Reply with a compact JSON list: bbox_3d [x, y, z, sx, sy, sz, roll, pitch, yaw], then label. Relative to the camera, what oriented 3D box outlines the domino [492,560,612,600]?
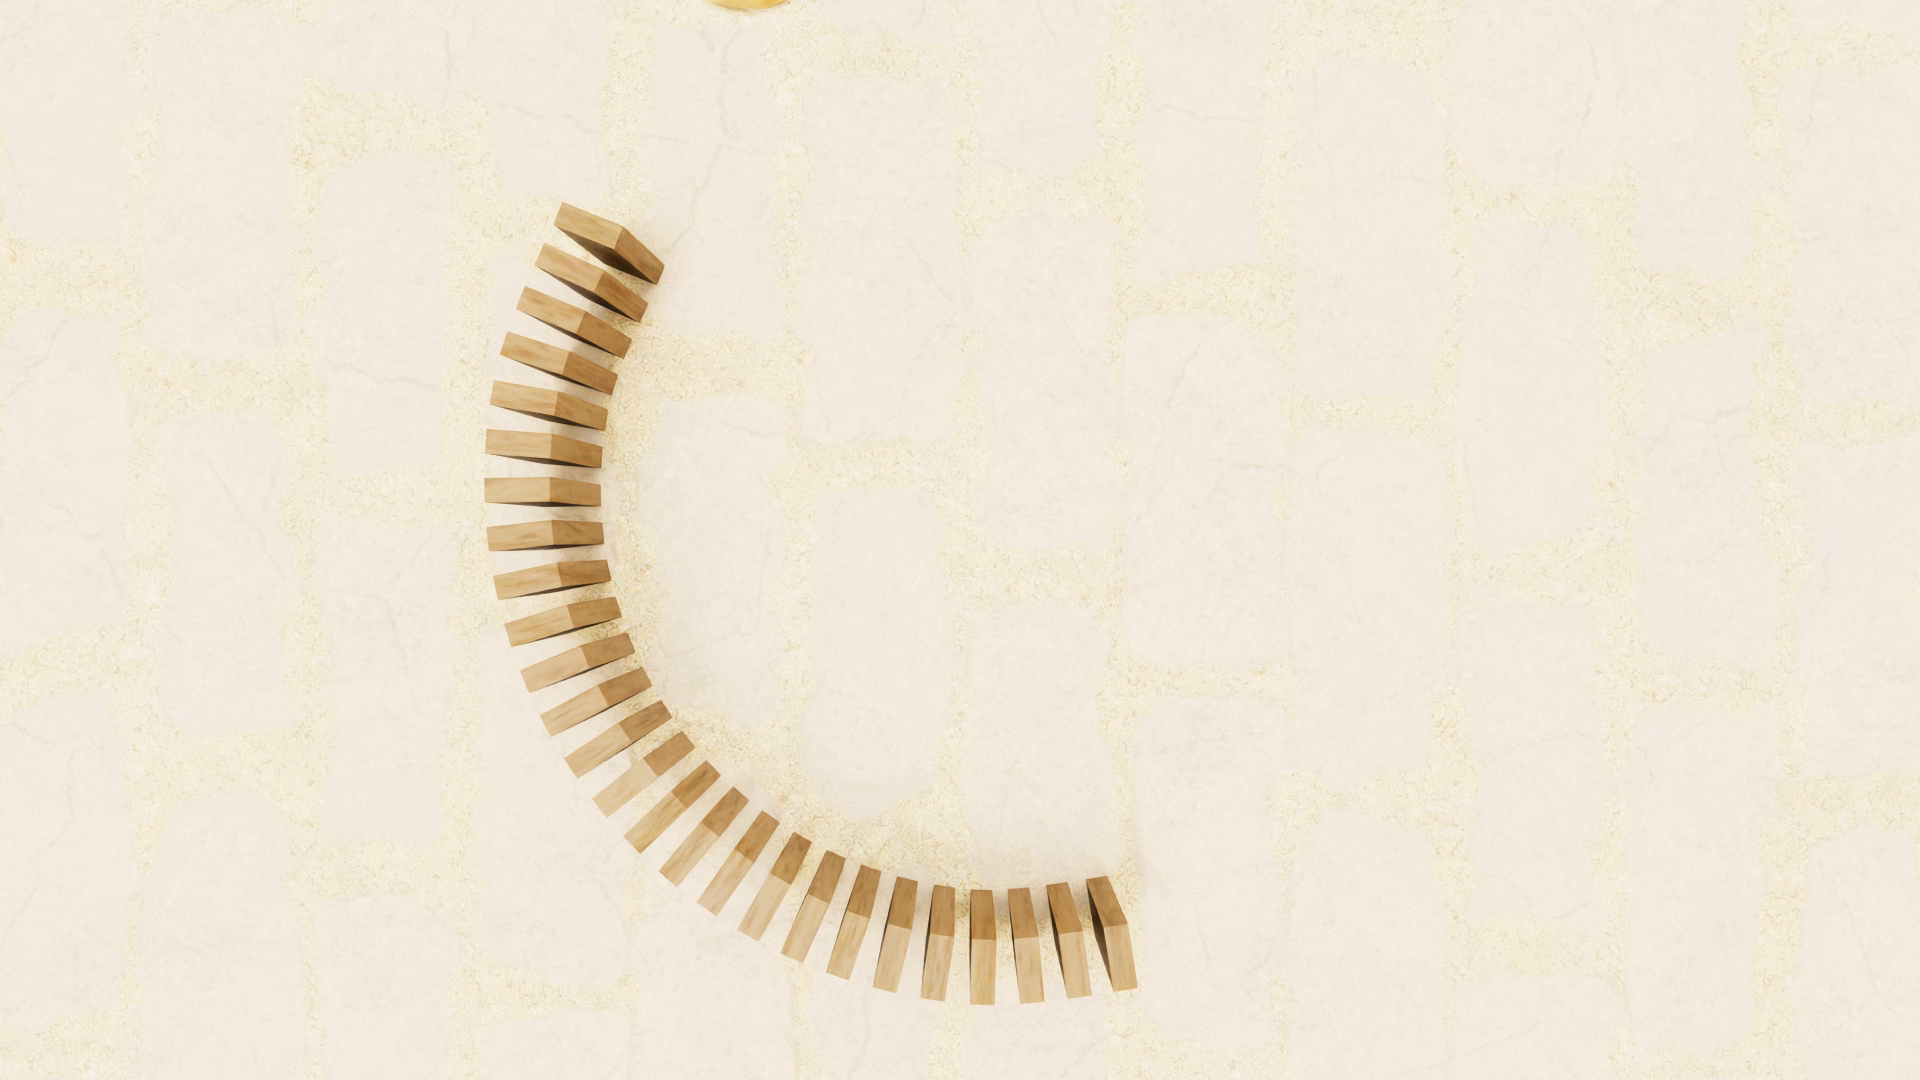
[{"bbox_3d":[-0.165,0.016,0.375,0.025,0.050,0.010,-12,90,0],"label":"domino"}]

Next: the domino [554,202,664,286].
[{"bbox_3d":[-0.142,-0.120,0.375,0.025,0.050,0.009,22,90,0],"label":"domino"}]

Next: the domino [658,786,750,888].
[{"bbox_3d":[-0.104,0.120,0.375,0.010,0.050,0.025,40,90,0],"label":"domino"}]

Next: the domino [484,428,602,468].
[{"bbox_3d":[-0.169,-0.037,0.375,0.025,0.050,0.009,4,90,0],"label":"domino"}]

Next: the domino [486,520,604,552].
[{"bbox_3d":[-0.168,-0.002,0.375,0.025,0.050,0.010,-6,90,0],"label":"domino"}]

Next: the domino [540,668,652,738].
[{"bbox_3d":[-0.147,0.065,0.375,0.025,0.050,0.009,-28,90,0],"label":"domino"}]

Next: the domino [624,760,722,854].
[{"bbox_3d":[-0.116,0.108,0.375,0.025,0.050,0.010,-44,90,0],"label":"domino"}]

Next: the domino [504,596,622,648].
[{"bbox_3d":[-0.161,0.033,0.375,0.025,0.050,0.009,-17,90,0],"label":"domino"}]

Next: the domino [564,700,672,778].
[{"bbox_3d":[-0.138,0.081,0.375,0.025,0.050,0.009,-33,90,0],"label":"domino"}]

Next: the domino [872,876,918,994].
[{"bbox_3d":[-0.026,0.160,0.375,0.009,0.050,0.025,14,90,0],"label":"domino"}]

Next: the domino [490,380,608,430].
[{"bbox_3d":[-0.167,-0.054,0.375,0.025,0.050,0.010,10,90,0],"label":"domino"}]

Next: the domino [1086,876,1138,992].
[{"bbox_3d":[0.061,0.160,0.375,0.010,0.050,0.025,-9,90,0],"label":"domino"}]

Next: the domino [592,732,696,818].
[{"bbox_3d":[-0.128,0.095,0.375,0.025,0.050,0.009,-39,90,0],"label":"domino"}]

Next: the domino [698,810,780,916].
[{"bbox_3d":[-0.090,0.131,0.375,0.010,0.050,0.025,35,90,0],"label":"domino"}]

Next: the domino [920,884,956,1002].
[{"bbox_3d":[-0.009,0.163,0.375,0.009,0.050,0.025,9,90,0],"label":"domino"}]

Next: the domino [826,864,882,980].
[{"bbox_3d":[-0.043,0.155,0.375,0.009,0.050,0.025,19,90,0],"label":"domino"}]

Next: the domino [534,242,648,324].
[{"bbox_3d":[-0.149,-0.104,0.375,0.025,0.050,0.010,25,90,0],"label":"domino"}]

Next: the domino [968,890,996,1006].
[{"bbox_3d":[0.009,0.165,0.375,0.009,0.050,0.025,2,90,0],"label":"domino"}]

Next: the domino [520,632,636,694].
[{"bbox_3d":[-0.155,0.049,0.375,0.025,0.050,0.009,-22,90,0],"label":"domino"}]

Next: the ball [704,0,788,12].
[{"bbox_3d":[-0.088,-0.254,0.360,0.080,0.080,0.080,0,90,0],"label":"ball"}]

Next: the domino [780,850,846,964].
[{"bbox_3d":[-0.059,0.148,0.375,0.010,0.050,0.025,25,90,0],"label":"domino"}]

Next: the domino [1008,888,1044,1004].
[{"bbox_3d":[0.027,0.164,0.375,0.009,0.050,0.025,-5,90,0],"label":"domino"}]

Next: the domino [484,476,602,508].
[{"bbox_3d":[-0.169,-0.019,0.375,0.025,0.050,0.010,-1,90,0],"label":"domino"}]

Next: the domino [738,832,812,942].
[{"bbox_3d":[-0.075,0.140,0.375,0.010,0.050,0.025,30,90,0],"label":"domino"}]

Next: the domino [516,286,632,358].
[{"bbox_3d":[-0.156,-0.088,0.375,0.025,0.050,0.009,22,90,0],"label":"domino"}]

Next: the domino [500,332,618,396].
[{"bbox_3d":[-0.163,-0.071,0.375,0.025,0.050,0.009,18,90,0],"label":"domino"}]

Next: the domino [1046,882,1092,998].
[{"bbox_3d":[0.044,0.162,0.375,0.010,0.050,0.025,-8,90,0],"label":"domino"}]
